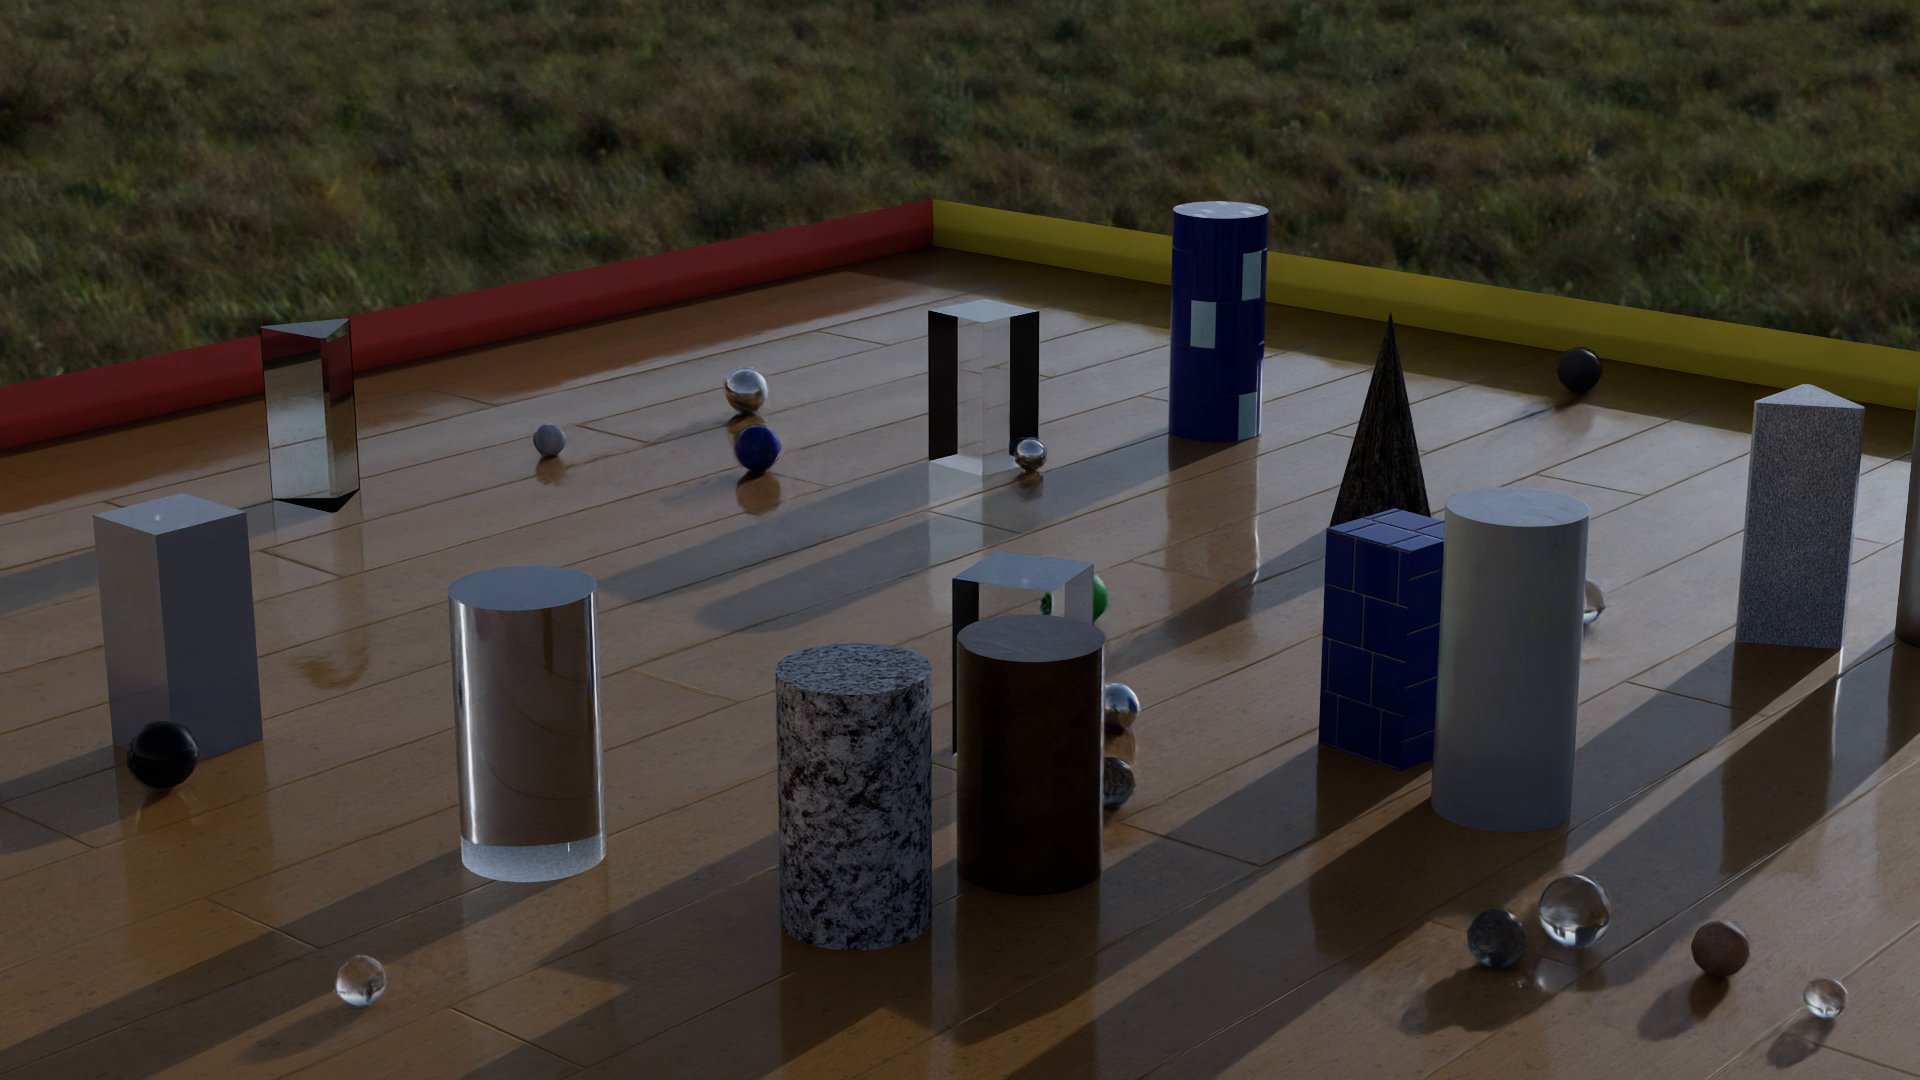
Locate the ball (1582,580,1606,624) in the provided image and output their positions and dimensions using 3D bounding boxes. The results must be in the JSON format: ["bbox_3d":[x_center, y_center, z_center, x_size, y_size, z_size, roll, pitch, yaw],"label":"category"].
[{"bbox_3d":[1.057,0.105,4.974,0.075,0.075,0.075,0,17,0],"label":"ball"}]

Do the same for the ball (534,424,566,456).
[{"bbox_3d":[-0.842,-0.205,6.018,0.067,0.067,0.067,0,17,0],"label":"ball"}]

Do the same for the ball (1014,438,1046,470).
[{"bbox_3d":[0.141,-0.172,5.913,0.064,0.064,0.064,0,17,0],"label":"ball"}]

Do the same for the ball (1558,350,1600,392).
[{"bbox_3d":[1.383,-0.378,6.544,0.094,0.094,0.094,0,17,0],"label":"ball"}]

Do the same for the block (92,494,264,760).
[{"bbox_3d":[-1.168,0.133,4.387,0.158,0.360,0.158,14,22,39],"label":"block"}]

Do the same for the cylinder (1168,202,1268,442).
[{"bbox_3d":[0.541,-0.459,6.158,0.198,0.473,0.198,0,17,0],"label":"cylinder"}]

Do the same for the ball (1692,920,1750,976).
[{"bbox_3d":[0.946,0.508,3.646,0.070,0.070,0.070,0,17,0],"label":"ball"}]

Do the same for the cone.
[{"bbox_3d":[0.790,-0.217,5.440,0.198,0.423,0.198,0,17,0],"label":"cone"}]

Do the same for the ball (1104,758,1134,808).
[{"bbox_3d":[0.213,0.346,4.181,0.071,0.071,0.071,0,17,0],"label":"ball"}]

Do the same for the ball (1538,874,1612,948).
[{"bbox_3d":[0.782,0.472,3.727,0.092,0.092,0.092,0,17,0],"label":"ball"}]

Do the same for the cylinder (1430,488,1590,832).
[{"bbox_3d":[0.773,0.167,4.126,0.198,0.446,0.198,0,17,0],"label":"cylinder"}]

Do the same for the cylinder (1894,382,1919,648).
[{"bbox_3d":[1.669,-0.065,4.843,0.198,0.476,0.198,0,17,0],"label":"cylinder"}]

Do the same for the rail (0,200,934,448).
[{"bbox_3d":[-1.602,-0.369,6.452,0.045,0.128,4.704,14,22,39],"label":"rail"}]

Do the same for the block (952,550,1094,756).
[{"bbox_3d":[0.094,0.179,4.379,0.158,0.278,0.158,8,19,25],"label":"block"}]

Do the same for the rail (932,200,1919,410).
[{"bbox_3d":[1.526,-0.475,6.803,4.290,0.128,0.045,14,22,39],"label":"rail"}]

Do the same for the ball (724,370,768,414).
[{"bbox_3d":[-0.463,-0.323,6.360,0.095,0.095,0.095,0,17,0],"label":"ball"}]

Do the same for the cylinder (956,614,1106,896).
[{"bbox_3d":[0.094,0.286,3.935,0.198,0.327,0.198,0,17,0],"label":"cylinder"}]

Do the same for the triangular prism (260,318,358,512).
[{"bbox_3d":[-1.229,-0.248,5.684,0.171,0.342,0.148,11,20,33],"label":"triangular prism"}]

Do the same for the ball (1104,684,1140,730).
[{"bbox_3d":[0.240,0.255,4.484,0.071,0.071,0.071,0,17,0],"label":"ball"}]

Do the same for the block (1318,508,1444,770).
[{"bbox_3d":[0.654,0.146,4.380,0.158,0.339,0.158,-15,22,-40],"label":"block"}]

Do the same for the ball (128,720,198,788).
[{"bbox_3d":[-1.155,0.310,4.251,0.099,0.099,0.099,0,17,0],"label":"ball"}]

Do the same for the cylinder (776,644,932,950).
[{"bbox_3d":[-0.135,0.328,3.768,0.198,0.344,0.198,0,17,0],"label":"cylinder"}]

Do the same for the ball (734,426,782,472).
[{"bbox_3d":[-0.407,-0.185,5.904,0.093,0.093,0.093,0,17,0],"label":"ball"}]

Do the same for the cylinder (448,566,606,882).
[{"bbox_3d":[-0.584,0.247,3.970,0.198,0.383,0.198,0,17,0],"label":"cylinder"}]

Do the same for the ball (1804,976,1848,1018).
[{"bbox_3d":[1.043,0.552,3.534,0.051,0.051,0.051,0,17,0],"label":"ball"}]

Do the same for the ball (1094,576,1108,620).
[{"bbox_3d":[0.207,0.098,4.976,0.088,0.088,0.088,0,17,0],"label":"ball"}]

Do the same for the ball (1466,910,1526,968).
[{"bbox_3d":[0.672,0.499,3.669,0.073,0.073,0.073,0,17,0],"label":"ball"}]

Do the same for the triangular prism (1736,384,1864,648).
[{"bbox_3d":[1.397,-0.043,4.885,0.171,0.410,0.148,4,17,13],"label":"triangular prism"}]

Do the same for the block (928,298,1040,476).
[{"bbox_3d":[0.048,-0.311,5.939,0.158,0.315,0.158,-15,22,-41],"label":"block"}]

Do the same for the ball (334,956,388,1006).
[{"bbox_3d":[-0.728,0.536,3.565,0.062,0.062,0.062,0,17,0],"label":"ball"}]
